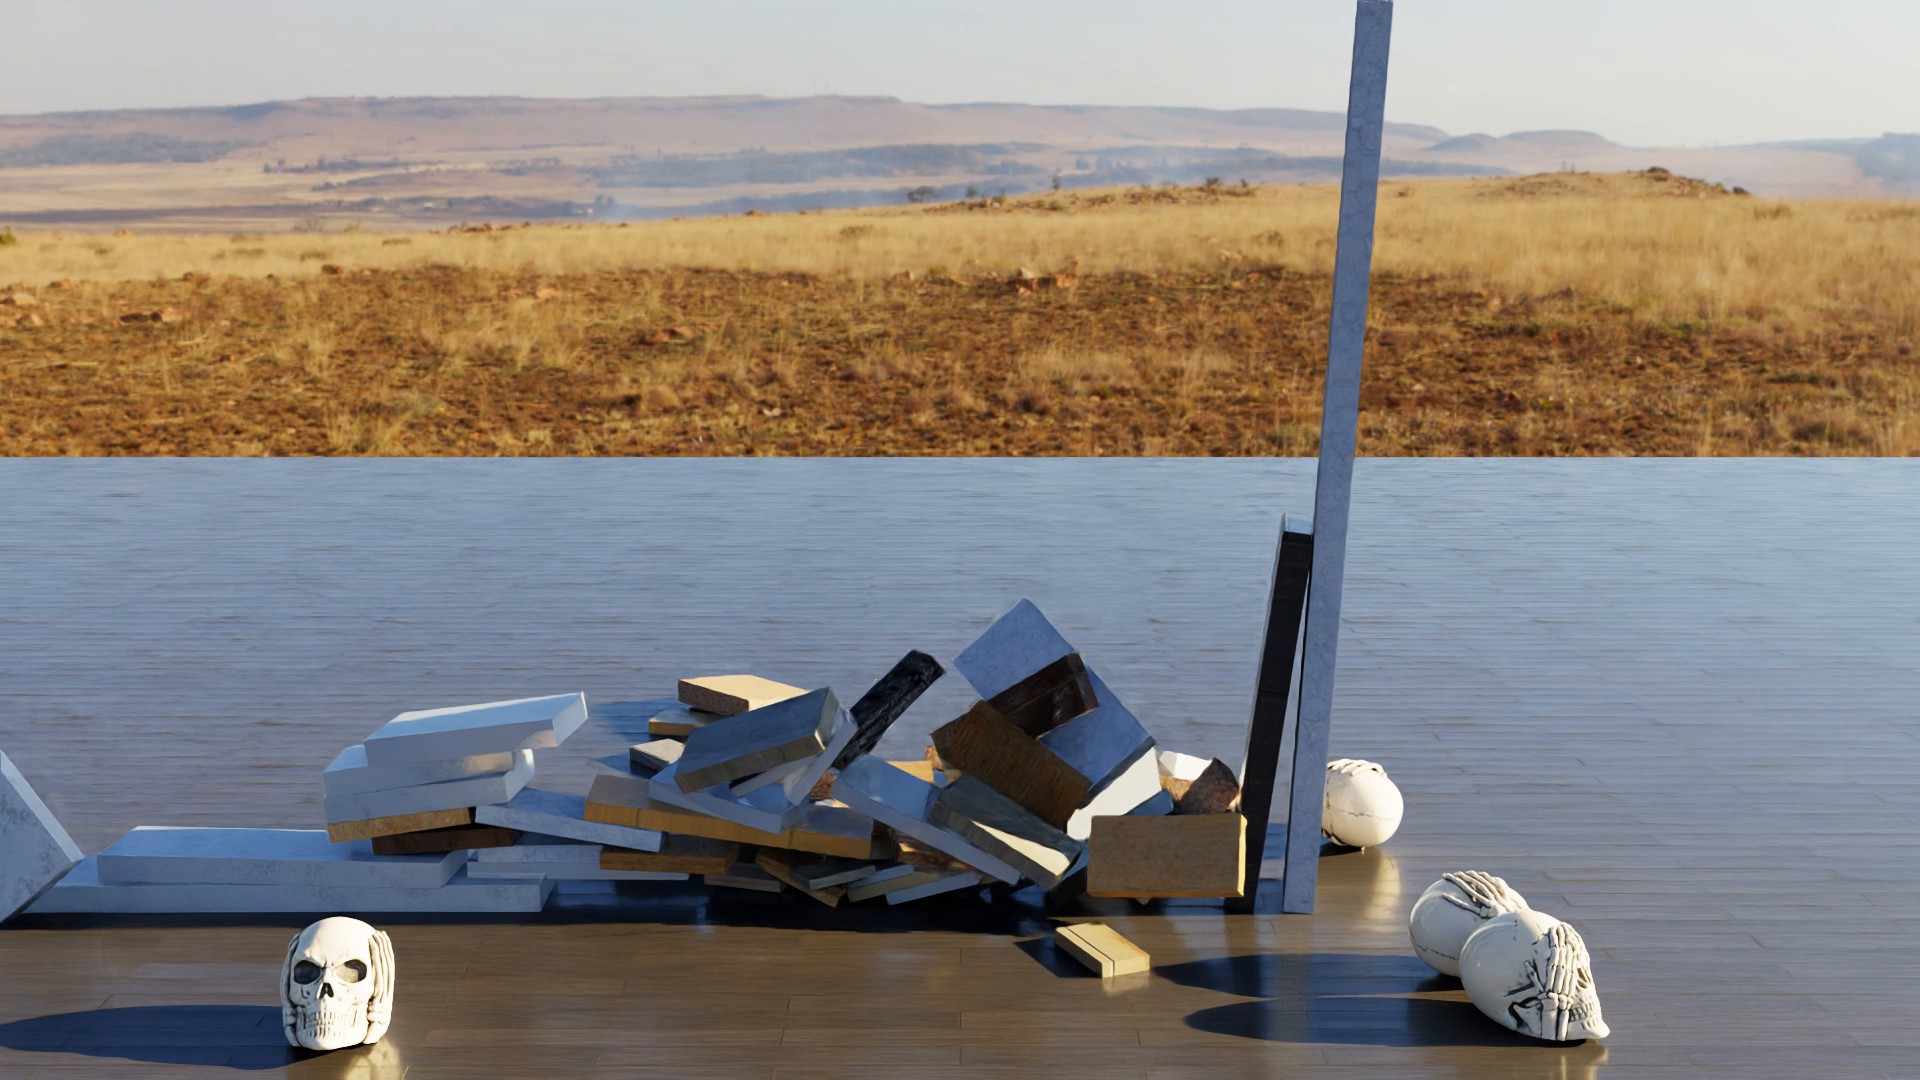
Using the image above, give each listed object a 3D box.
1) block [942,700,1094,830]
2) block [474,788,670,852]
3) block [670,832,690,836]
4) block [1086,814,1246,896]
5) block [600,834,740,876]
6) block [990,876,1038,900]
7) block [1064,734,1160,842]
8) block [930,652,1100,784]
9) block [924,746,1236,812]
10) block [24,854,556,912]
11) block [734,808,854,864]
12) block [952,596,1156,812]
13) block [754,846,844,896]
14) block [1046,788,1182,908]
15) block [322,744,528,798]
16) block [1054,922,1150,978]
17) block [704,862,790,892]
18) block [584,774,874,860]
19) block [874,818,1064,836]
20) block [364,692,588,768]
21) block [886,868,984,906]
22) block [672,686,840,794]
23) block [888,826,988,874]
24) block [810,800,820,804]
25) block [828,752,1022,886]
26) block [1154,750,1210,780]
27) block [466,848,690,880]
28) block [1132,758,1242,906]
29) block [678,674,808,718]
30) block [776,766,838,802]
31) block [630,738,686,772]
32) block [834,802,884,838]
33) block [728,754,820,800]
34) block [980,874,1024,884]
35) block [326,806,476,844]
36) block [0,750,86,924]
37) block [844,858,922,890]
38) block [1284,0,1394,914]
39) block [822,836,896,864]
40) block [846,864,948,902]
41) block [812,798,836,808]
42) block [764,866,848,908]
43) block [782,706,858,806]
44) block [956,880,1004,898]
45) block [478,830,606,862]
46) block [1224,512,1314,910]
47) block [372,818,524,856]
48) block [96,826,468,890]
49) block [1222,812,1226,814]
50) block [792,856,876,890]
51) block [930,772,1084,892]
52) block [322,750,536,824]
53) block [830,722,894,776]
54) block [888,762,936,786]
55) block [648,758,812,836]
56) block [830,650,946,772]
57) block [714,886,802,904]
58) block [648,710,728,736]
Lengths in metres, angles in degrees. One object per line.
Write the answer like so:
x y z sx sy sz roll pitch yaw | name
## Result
0.094 0.379 3.627 0.231 0.116 0.033 36 27 12 | block
-0.631 0.455 3.612 0.302 0.033 0.116 9 11 1 | block
-0.497 0.502 3.850 0.225 0.032 0.113 -6 22 -13 | block
0.331 0.506 3.526 0.249 0.125 0.035 -4 -24 21 | block
-0.474 0.513 3.597 0.206 0.029 0.103 1 11 7 | block
0.103 0.564 3.659 0.108 0.015 0.054 -21 9 6 | block
0.269 0.457 3.914 0.172 0.049 0.345 1 26 -1 | block
0.086 0.303 3.689 0.027 0.095 0.422 -12 -14 -38 | block
0.232 0.452 4.161 0.598 0.042 0.148 5 -9 25 | block
-1.347 0.570 3.654 1.325 0.045 0.160 0 11 0 | block
-0.295 0.511 3.765 0.264 0.132 0.037 -2 55 -9 | block
0.158 0.276 3.743 0.344 0.172 0.049 49 0 29 | block
-0.262 0.540 3.623 0.147 0.017 0.061 23 17 1 | block
0.254 0.509 3.647 0.249 0.035 0.125 -34 9 6 | block
-0.875 0.360 3.625 0.307 0.043 0.153 -9 10 1 | block
0.218 0.630 3.390 0.081 0.023 0.161 -5 12 -24 | block
-0.350 0.561 3.668 0.137 0.019 0.068 3 11 18 | block
-0.376 0.454 3.616 0.465 0.034 0.118 8 16 -2 | block
0.045 0.501 3.899 0.385 0.032 0.113 6 23 4 | block
-0.786 0.308 3.581 0.320 0.045 0.160 -7 10 10 | block
-0.038 0.562 3.623 0.158 0.022 0.079 -17 5 18 | block
-0.330 0.324 3.562 0.260 0.037 0.130 -18 27 19 | block
-0.032 0.497 3.569 0.158 0.022 0.079 11 28 -21 | block
-0.384 0.473 4.184 0.148 0.042 0.297 -9 14 -39 | block
-0.041 0.450 3.587 0.335 0.033 0.116 25 27 7 | block
0.298 0.425 4.234 0.345 0.049 0.172 4 -9 32 | block
-0.626 0.532 3.652 0.362 0.029 0.103 0 11 1 | block
0.365 0.483 3.652 0.035 0.249 0.125 38 8 -7 | block
-0.458 0.342 4.763 0.172 0.049 0.344 -2 5 -32 | block
-0.329 0.445 4.120 0.260 0.037 0.130 2 11 13 | block
-0.572 0.439 4.411 0.094 0.027 0.188 -9 14 -39 | block
-0.164 0.505 4.012 0.148 0.042 0.297 7 13 33 | block
-0.296 0.357 3.563 0.161 0.023 0.081 -26 24 19 | block
0.086 0.539 3.628 0.108 0.015 0.054 -16 16 27 | block
-0.910 0.450 3.622 0.231 0.033 0.116 -9 10 2 | block
-1.569 0.439 3.527 0.160 0.319 0.045 -40 -3 5 | block
-0.124 0.545 3.627 0.122 0.017 0.061 -17 5 19 | block
0.599 -0.220 3.457 0.049 1.662 0.172 4 14 8 | block
-0.098 0.532 3.724 0.264 0.037 0.132 -1 -17 -6 | block
-0.101 0.558 3.633 0.158 0.022 0.079 -17 5 17 | block
-0.311 0.510 3.872 0.189 0.027 0.095 -12 24 -1 | block
-0.251 0.559 3.642 0.137 0.019 0.068 26 17 12 | block
-0.227 0.349 3.559 0.023 0.161 0.081 37 5 -16 | block
0.043 0.563 3.668 0.108 0.015 0.054 -19 15 -1 | block
-0.686 0.504 3.646 0.206 0.029 0.103 0 11 -1 | block
0.506 0.280 3.614 0.049 0.629 0.172 9 11 6 | block
-0.839 0.479 3.631 0.231 0.033 0.116 -4 11 3 | block
-1.119 0.525 3.649 0.571 0.043 0.153 1 11 4 | block
0.454 0.518 4.018 0.051 0.014 0.102 2 11 11 | block
-0.206 0.541 3.580 0.122 0.017 0.061 -8 15 -33 | block
0.077 0.470 3.557 0.231 0.033 0.116 31 28 13 | block
-0.871 0.405 3.620 0.307 0.043 0.153 -8 10 7 | block
-0.165 0.361 4.059 0.037 0.130 0.263 38 9 2 | block
-0.097 0.453 4.103 0.094 0.027 0.189 -1 11 -4 | block
-0.378 0.419 3.614 0.237 0.034 0.118 14 16 16 | block
-0.136 0.281 3.641 0.237 0.034 0.118 -44 14 -11 | block
-0.334 0.583 3.655 0.137 0.019 0.068 1 11 4 | block
-0.555 0.391 4.665 0.188 0.027 0.094 3 11 14 | block
